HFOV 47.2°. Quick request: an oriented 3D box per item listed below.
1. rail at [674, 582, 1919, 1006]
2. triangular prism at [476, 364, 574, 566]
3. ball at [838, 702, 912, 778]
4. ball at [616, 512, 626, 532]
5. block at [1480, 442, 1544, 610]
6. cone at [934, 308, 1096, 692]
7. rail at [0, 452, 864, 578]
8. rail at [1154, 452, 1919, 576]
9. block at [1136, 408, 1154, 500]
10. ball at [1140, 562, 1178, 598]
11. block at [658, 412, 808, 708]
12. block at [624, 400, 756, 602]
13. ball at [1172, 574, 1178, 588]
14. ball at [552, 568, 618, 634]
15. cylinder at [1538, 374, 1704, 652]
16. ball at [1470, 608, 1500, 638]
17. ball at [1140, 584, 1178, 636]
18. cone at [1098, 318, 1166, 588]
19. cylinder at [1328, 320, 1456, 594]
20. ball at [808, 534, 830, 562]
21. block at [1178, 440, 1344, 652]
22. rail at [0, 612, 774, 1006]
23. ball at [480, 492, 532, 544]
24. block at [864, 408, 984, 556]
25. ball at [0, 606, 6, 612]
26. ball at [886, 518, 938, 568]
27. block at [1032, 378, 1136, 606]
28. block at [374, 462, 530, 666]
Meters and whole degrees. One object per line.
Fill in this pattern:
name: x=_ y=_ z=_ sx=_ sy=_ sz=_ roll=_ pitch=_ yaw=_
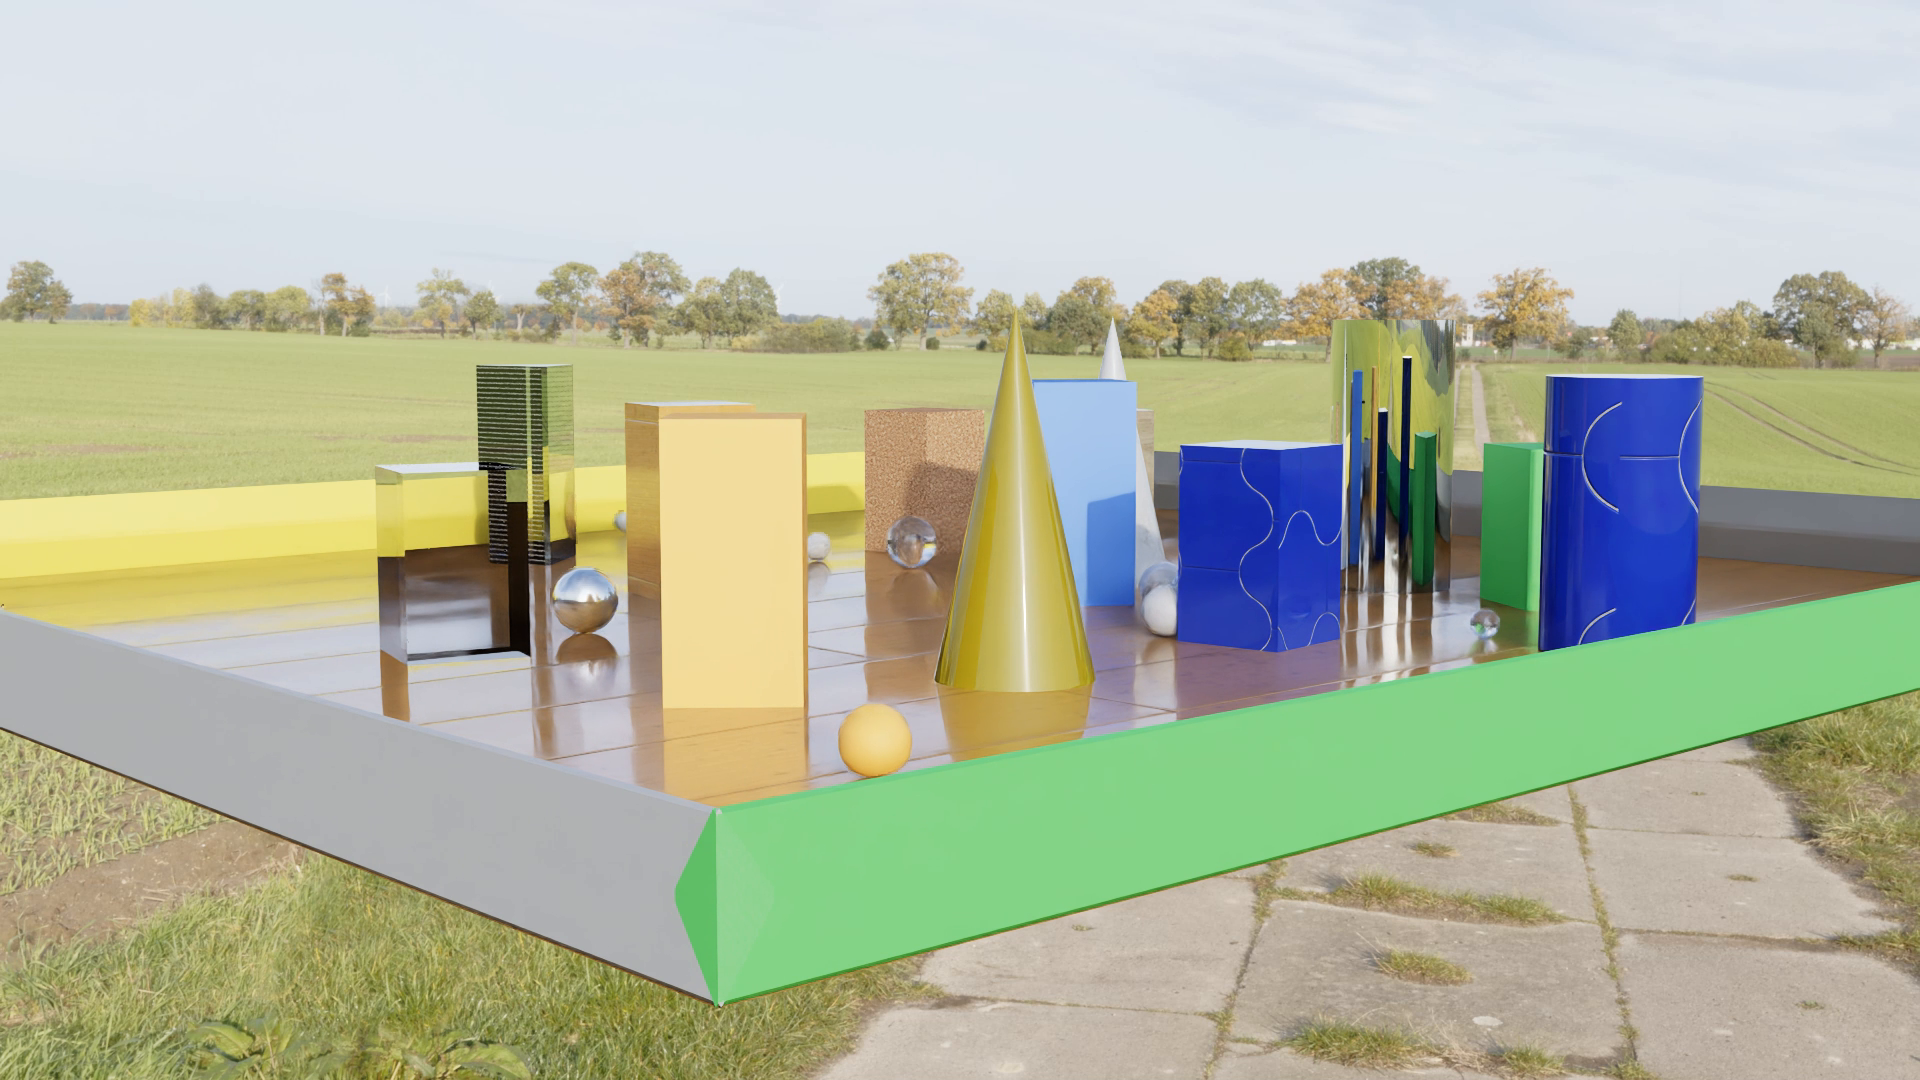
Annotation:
rail: x=0.881 y=0.132 z=2.383 sx=2.862 sy=0.128 sz=0.045 roll=-5 pitch=8 yaw=-42
triangular prism: x=-0.748 y=-0.140 z=3.941 sx=0.171 sy=0.347 sz=0.148 roll=4 pitch=7 yaw=35
ball: x=-0.081 y=0.191 z=2.100 sx=0.072 sy=0.072 sz=0.072 roll=0 pitch=6 yaw=0
ball: x=-0.672 y=-0.036 z=4.419 sx=0.042 sy=0.042 sz=0.042 roll=0 pitch=6 yaw=0
block: x=0.902 y=-0.024 z=3.347 sx=0.158 sy=0.240 sz=0.158 roll=-1 pitch=6 yaw=-12
cone: x=0.066 y=-0.056 z=2.647 sx=0.197 sy=0.450 sz=0.197 roll=0 pitch=6 yaw=0
rail: x=-0.881 y=-0.066 z=4.281 sx=2.862 sy=0.128 sz=0.045 roll=-5 pitch=8 yaw=-42
rail: x=1.034 y=-0.066 z=4.281 sx=0.045 sy=0.128 sz=2.645 roll=-5 pitch=8 yaw=-42
block: x=0.269 y=-0.126 z=4.262 sx=0.158 sy=0.254 sz=0.158 roll=-2 pitch=6 yaw=-22
ball: x=0.303 y=0.068 z=3.283 sx=0.071 sy=0.071 sz=0.071 roll=0 pitch=6 yaw=0
block: x=-0.257 y=0.019 z=2.534 sx=0.158 sy=0.324 sz=0.158 roll=0 pitch=6 yaw=-2
block: x=-0.422 y=-0.064 z=3.448 sx=0.158 sy=0.300 sz=0.158 roll=-3 pitch=7 yaw=-27
ball: x=0.344 y=0.076 z=3.097 sx=0.094 sy=0.094 sz=0.094 roll=0 pitch=6 yaw=0
ball: x=-0.519 y=0.084 z=3.041 sx=0.090 sy=0.090 sz=0.090 roll=0 pitch=6 yaw=0
cylinder: x=0.860 y=-0.034 z=2.867 sx=0.197 sy=0.360 sz=0.197 roll=0 pitch=6 yaw=0
ball: x=0.715 y=0.114 z=2.993 sx=0.040 sy=0.040 sz=0.040 roll=0 pitch=6 yaw=0
ball: x=0.282 y=0.097 z=3.008 sx=0.071 sy=0.071 sz=0.071 roll=0 pitch=6 yaw=0
cone: x=0.249 y=-0.150 z=3.615 sx=0.197 sy=0.435 sz=0.197 roll=0 pitch=6 yaw=0
cylinder: x=0.693 y=-0.139 z=3.541 sx=0.197 sy=0.430 sz=0.197 roll=0 pitch=6 yaw=0
ball: x=-0.254 y=0.013 z=3.915 sx=0.048 sy=0.048 sz=0.048 roll=0 pitch=6 yaw=0
block: x=0.405 y=0.004 z=2.966 sx=0.158 sy=0.265 sz=0.158 roll=5 pitch=8 yaw=40
rail: x=-1.034 y=0.132 z=2.383 sx=0.045 sy=0.128 sz=2.645 roll=-5 pitch=8 yaw=-42
ball: x=-0.868 y=-0.041 z=4.199 sx=0.098 sy=0.098 sz=0.098 roll=0 pitch=6 yaw=0
block: x=-0.066 y=-0.111 z=4.087 sx=0.158 sy=0.261 sz=0.158 roll=5 pitch=8 yaw=42
ball: x=-1.224 y=0.116 z=2.735 sx=0.089 sy=0.089 sz=0.089 roll=0 pitch=6 yaw=0
ball: x=-0.083 y=0.005 z=3.809 sx=0.088 sy=0.088 sz=0.088 roll=0 pitch=6 yaw=0
block: x=0.174 y=-0.076 z=3.378 sx=0.158 sy=0.337 sz=0.158 roll=-1 pitch=6 yaw=-10
block: x=-0.660 y=0.027 z=2.855 sx=0.158 sy=0.242 sz=0.158 roll=-3 pitch=7 yaw=-27
